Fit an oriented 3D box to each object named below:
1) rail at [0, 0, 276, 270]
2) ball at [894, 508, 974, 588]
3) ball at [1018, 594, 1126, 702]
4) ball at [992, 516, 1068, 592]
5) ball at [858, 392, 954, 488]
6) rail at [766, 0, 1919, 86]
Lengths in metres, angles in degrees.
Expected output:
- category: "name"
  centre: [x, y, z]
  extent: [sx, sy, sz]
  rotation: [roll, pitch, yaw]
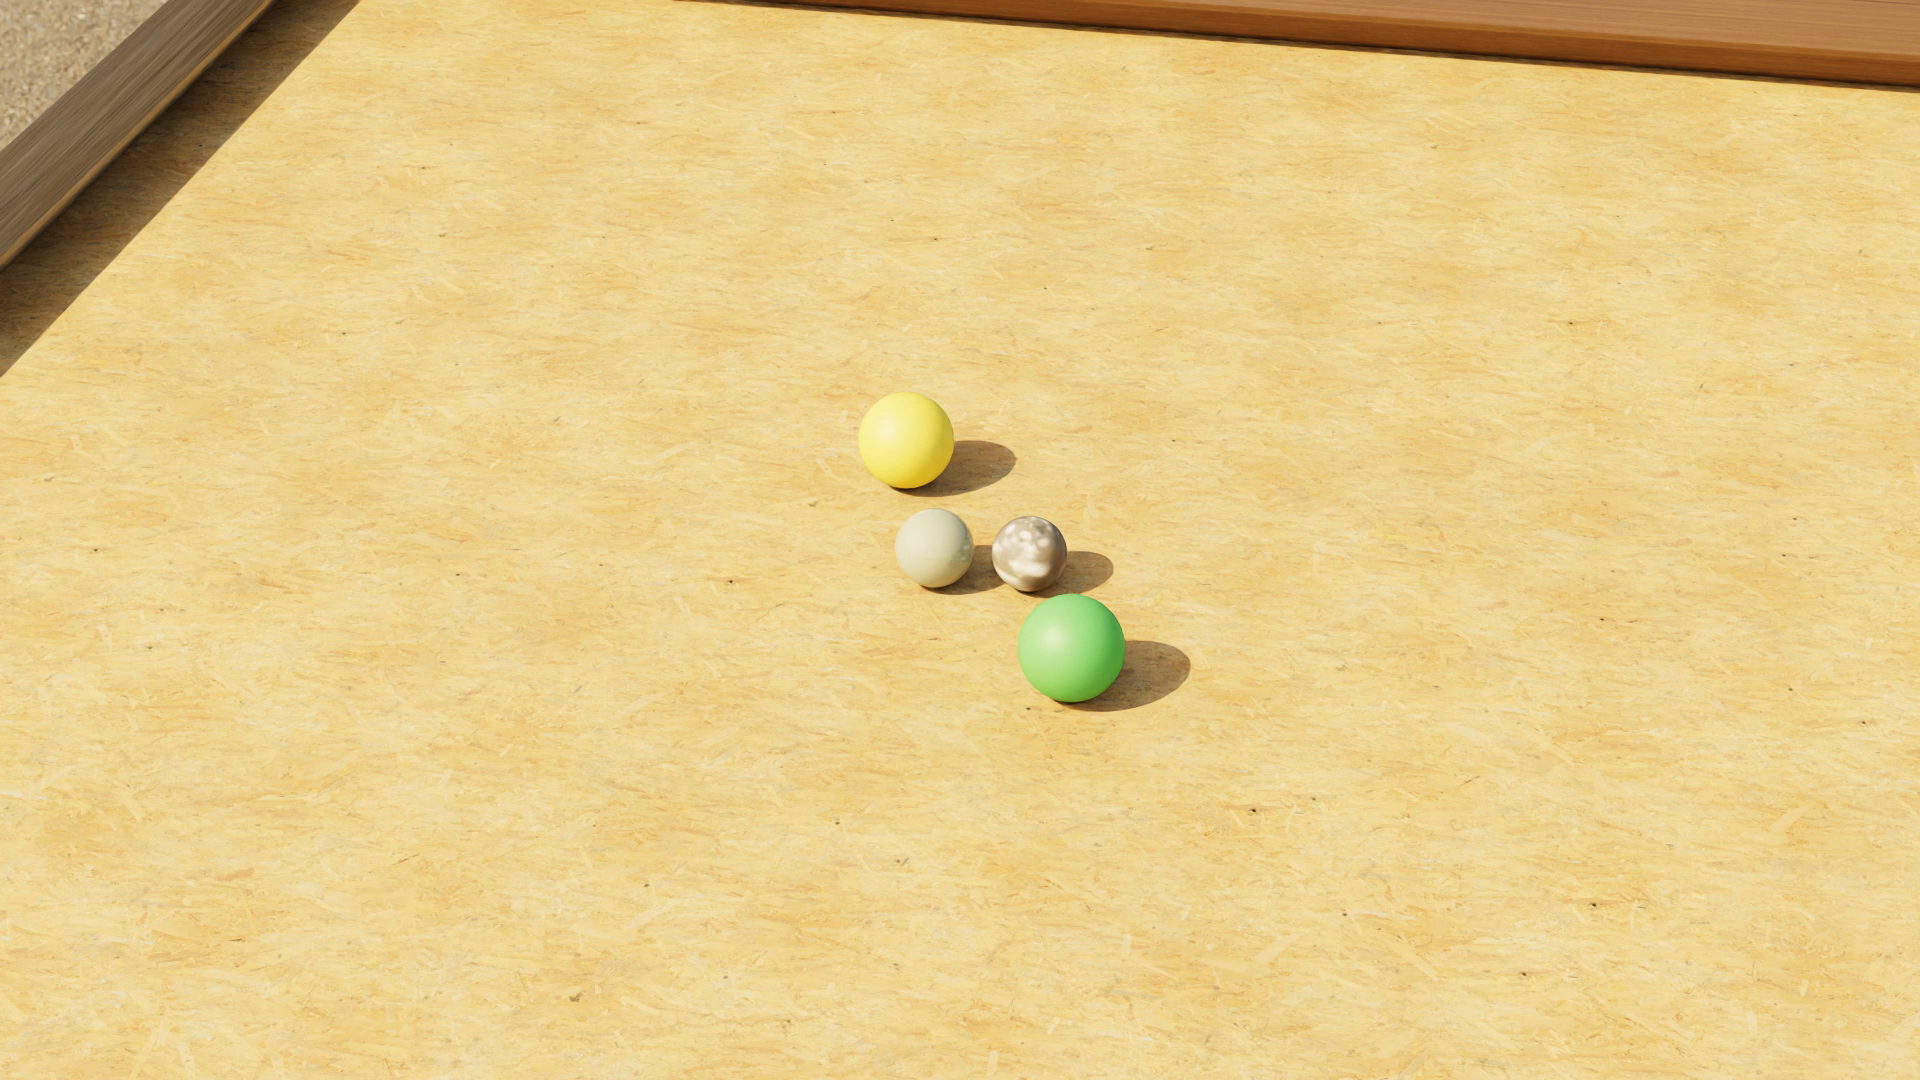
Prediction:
- category: "rail"
  centre: [-0.887, -0.107, 2.007]
  extent: [0.045, 0.097, 2.038]
  rotation: [6, 35, 9]
- category: "ball"
  centre: [-0.019, 0.006, 1.879]
  extent: [0.059, 0.059, 0.059]
  rotation: [0, 35, 0]
- category: "ball"
  centre: [0.077, 0.074, 1.766]
  extent: [0.075, 0.075, 0.075]
  rotation: [0, 35, 0]
- category: "ball"
  centre: [0.051, 0.010, 1.876]
  extent: [0.056, 0.056, 0.056]
  rotation: [0, 35, 0]
- category: "ball"
  centre: [-0.041, -0.077, 1.986]
  extent: [0.075, 0.075, 0.075]
  rotation: [0, 35, 0]
- category: "rail"
  centre: [1.092, -0.474, 2.538]
  extent: [3.704, 0.097, 0.045]
  rotation: [6, 35, 9]
